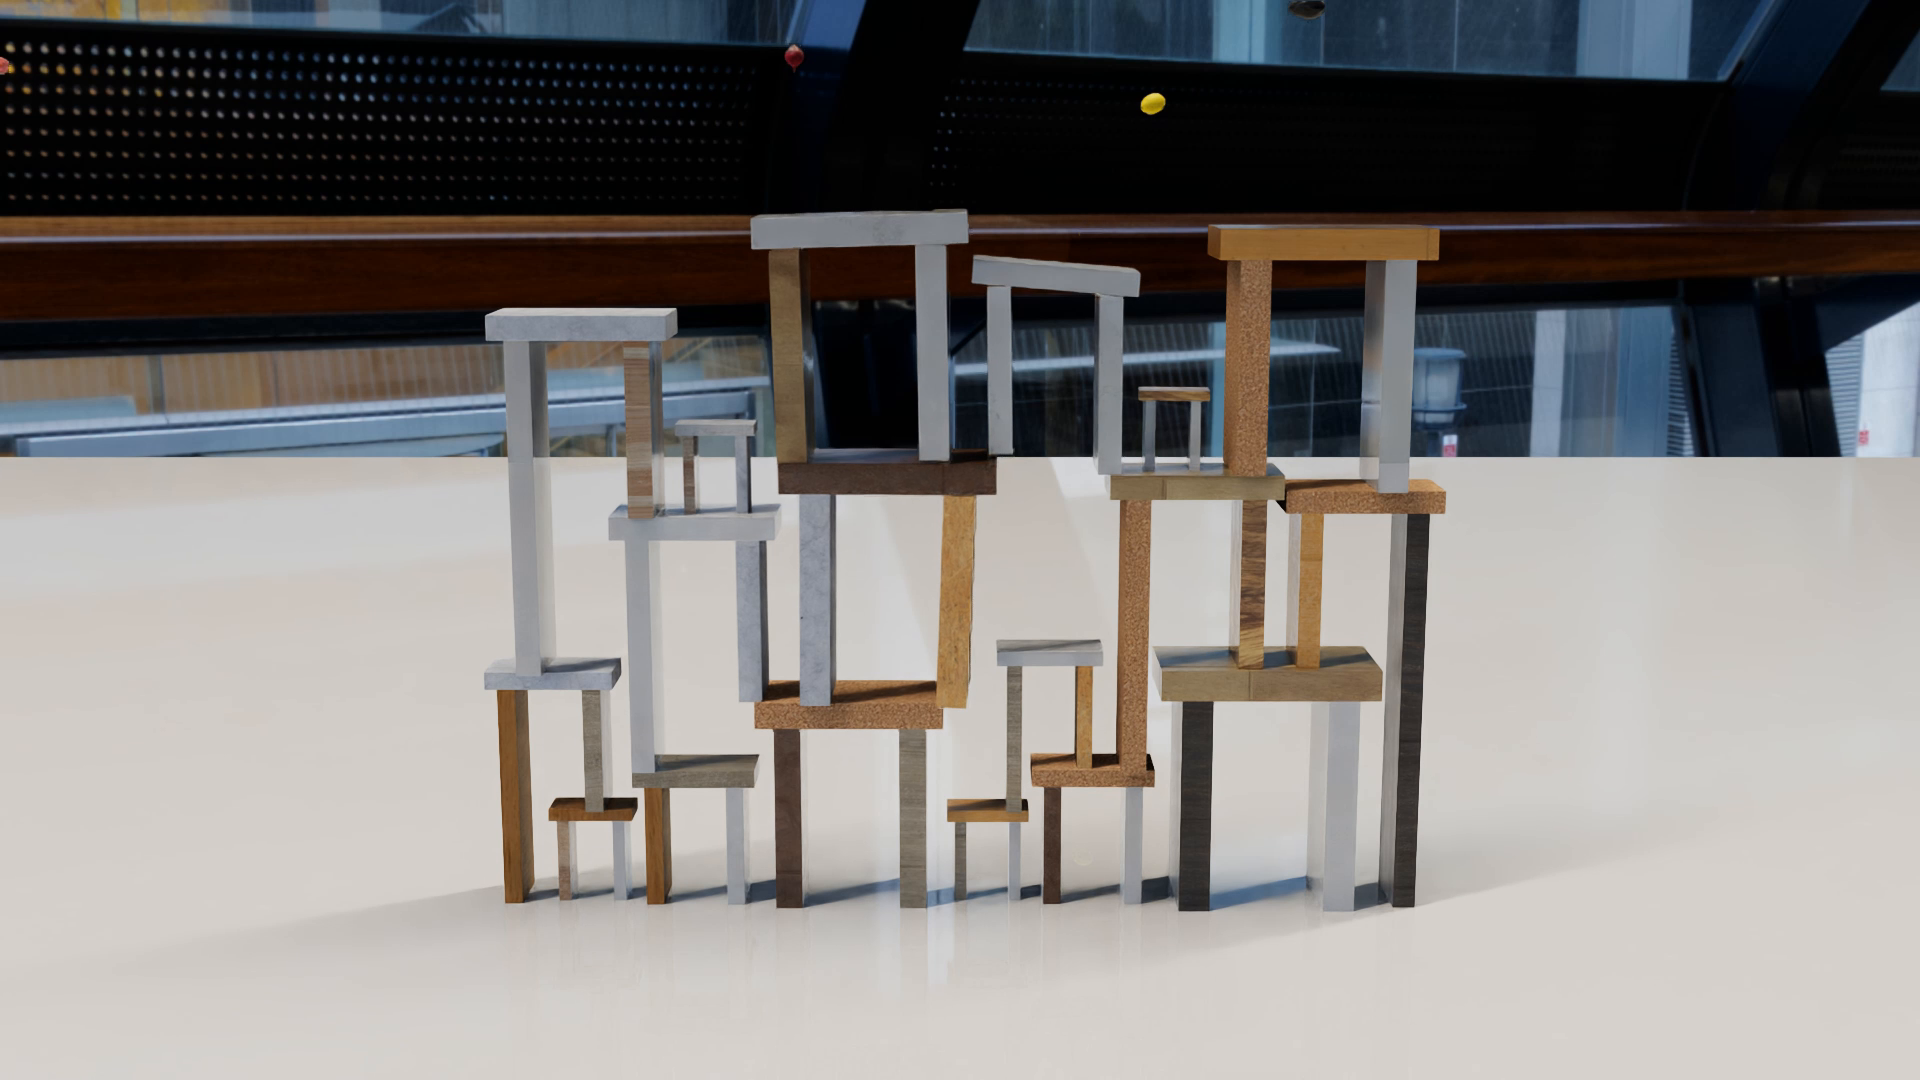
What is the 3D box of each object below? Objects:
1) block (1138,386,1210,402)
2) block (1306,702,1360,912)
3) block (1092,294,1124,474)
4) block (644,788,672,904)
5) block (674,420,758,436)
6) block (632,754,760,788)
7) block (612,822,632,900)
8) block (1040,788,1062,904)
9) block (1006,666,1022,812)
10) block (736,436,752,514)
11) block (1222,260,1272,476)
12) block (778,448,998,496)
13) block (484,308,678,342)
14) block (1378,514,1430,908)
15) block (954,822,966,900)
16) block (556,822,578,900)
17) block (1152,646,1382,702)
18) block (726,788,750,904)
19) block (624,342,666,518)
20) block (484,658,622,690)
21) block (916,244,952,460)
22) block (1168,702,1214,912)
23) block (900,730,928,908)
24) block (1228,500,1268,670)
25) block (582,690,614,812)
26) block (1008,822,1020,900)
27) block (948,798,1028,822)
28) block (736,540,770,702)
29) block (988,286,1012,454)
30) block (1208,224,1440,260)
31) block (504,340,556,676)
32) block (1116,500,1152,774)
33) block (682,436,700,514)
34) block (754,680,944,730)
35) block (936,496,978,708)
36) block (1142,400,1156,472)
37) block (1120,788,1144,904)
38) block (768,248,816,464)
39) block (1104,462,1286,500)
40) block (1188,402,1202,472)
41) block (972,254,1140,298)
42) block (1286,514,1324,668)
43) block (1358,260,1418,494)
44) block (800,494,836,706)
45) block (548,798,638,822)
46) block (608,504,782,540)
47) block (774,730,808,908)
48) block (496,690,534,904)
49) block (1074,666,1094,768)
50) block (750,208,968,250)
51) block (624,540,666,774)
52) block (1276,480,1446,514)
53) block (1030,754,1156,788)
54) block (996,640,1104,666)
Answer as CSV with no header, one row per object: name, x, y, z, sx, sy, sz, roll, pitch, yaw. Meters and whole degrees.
block,0.342,-0.233,3.515,0.113,0.016,0.056,1,11,4
block,0.617,0.416,3.640,0.050,0.353,0.176,0,11,0
block,0.236,-0.253,3.510,0.037,0.282,0.130,0,11,0
block,-0.500,0.493,3.648,0.028,0.199,0.099,0,11,0
block,-0.391,-0.180,3.526,0.126,0.018,0.063,0,11,0
block,-0.434,0.381,3.627,0.199,0.028,0.099,0,11,0
block,-0.561,0.523,3.657,0.019,0.137,0.068,0,11,0
block,0.151,0.492,3.650,0.028,0.200,0.100,0,11,0
block,0.088,0.318,3.621,0.024,0.247,0.086,0,11,0
block,-0.349,-0.110,3.540,0.018,0.126,0.063,0,11,0
block,0.457,-0.281,3.508,0.048,0.338,0.169,0,11,0
block,-0.112,-0.110,3.530,0.343,0.049,0.171,0,11,2
block,-0.598,-0.343,3.492,0.281,0.040,0.140,0,11,0
block,0.727,0.269,3.606,0.036,0.655,0.126,0,11,0
block,0.001,0.523,3.660,0.019,0.134,0.067,0,11,0
block,-0.653,0.523,3.657,0.019,0.137,0.068,0,11,0
block,0.499,0.218,3.603,0.353,0.050,0.176,0,11,0
block,-0.368,0.493,3.648,0.028,0.199,0.099,0,11,0
block,-0.505,-0.185,3.521,0.040,0.281,0.140,0,11,0
block,-0.666,0.219,3.604,0.206,0.029,0.103,0,11,0
block,-0.041,-0.302,3.498,0.047,0.334,0.167,-1,9,2
block,0.381,0.416,3.640,0.050,0.353,0.176,0,11,0
block,-0.077,0.440,3.647,0.043,0.303,0.152,0,11,0
block,0.466,0.059,3.566,0.039,0.275,0.138,0,11,0
block,-0.597,0.334,3.626,0.029,0.206,0.103,0,11,0
block,0.090,0.523,3.660,0.019,0.134,0.067,0,11,0
block,0.046,0.448,3.646,0.134,0.019,0.067,0,11,0
block,-0.338,0.119,3.585,0.037,0.265,0.132,0,11,0
block,0.064,-0.272,3.503,0.037,0.261,0.131,-1,7,1
block,0.570,-0.471,3.474,0.338,0.048,0.169,0,11,0
block,-0.692,-0.059,3.545,0.040,0.538,0.140,0,11,0
block,0.282,0.145,3.581,0.039,0.450,0.138,0,11,0
block,-0.433,-0.110,3.540,0.018,0.126,0.063,0,11,0
block,-0.179,0.270,3.613,0.303,0.043,0.152,0,11,0
block,-0.004,0.084,3.563,0.049,0.343,0.171,3,11,2
block,0.303,-0.170,3.527,0.016,0.113,0.056,0,11,0
block,0.284,0.492,3.650,0.028,0.200,0.100,0,11,0
block,-0.266,-0.300,3.501,0.047,0.334,0.167,-1,10,2
block,0.375,-0.095,3.536,0.275,0.039,0.138,0,11,0
block,0.376,-0.170,3.527,0.016,0.113,0.056,0,11,2
block,0.150,-0.419,3.481,0.261,0.037,0.131,5,11,0
block,0.559,0.071,3.569,0.036,0.252,0.126,0,11,0
block,0.682,-0.268,3.512,0.048,0.364,0.169,0,11,0
block,-0.230,0.081,3.571,0.049,0.343,0.171,1,11,0
block,-0.607,0.446,3.643,0.137,0.019,0.068,0,11,0
block,-0.426,-0.030,3.558,0.265,0.037,0.132,0,11,0
block,-0.279,0.440,3.647,0.043,0.303,0.152,0,11,0
block,-0.735,0.411,3.640,0.029,0.362,0.103,0,11,0
block,0.203,0.281,3.613,0.024,0.172,0.086,0,11,0
block,-0.156,-0.491,3.468,0.334,0.047,0.167,-2,10,-1
block,-0.514,0.177,3.596,0.037,0.384,0.132,0,11,0
block,0.643,-0.071,3.543,0.252,0.036,0.126,0,11,0
block,0.217,0.380,3.629,0.200,0.028,0.100,0,11,0
block,0.146,0.184,3.596,0.172,0.024,0.086,0,11,0
